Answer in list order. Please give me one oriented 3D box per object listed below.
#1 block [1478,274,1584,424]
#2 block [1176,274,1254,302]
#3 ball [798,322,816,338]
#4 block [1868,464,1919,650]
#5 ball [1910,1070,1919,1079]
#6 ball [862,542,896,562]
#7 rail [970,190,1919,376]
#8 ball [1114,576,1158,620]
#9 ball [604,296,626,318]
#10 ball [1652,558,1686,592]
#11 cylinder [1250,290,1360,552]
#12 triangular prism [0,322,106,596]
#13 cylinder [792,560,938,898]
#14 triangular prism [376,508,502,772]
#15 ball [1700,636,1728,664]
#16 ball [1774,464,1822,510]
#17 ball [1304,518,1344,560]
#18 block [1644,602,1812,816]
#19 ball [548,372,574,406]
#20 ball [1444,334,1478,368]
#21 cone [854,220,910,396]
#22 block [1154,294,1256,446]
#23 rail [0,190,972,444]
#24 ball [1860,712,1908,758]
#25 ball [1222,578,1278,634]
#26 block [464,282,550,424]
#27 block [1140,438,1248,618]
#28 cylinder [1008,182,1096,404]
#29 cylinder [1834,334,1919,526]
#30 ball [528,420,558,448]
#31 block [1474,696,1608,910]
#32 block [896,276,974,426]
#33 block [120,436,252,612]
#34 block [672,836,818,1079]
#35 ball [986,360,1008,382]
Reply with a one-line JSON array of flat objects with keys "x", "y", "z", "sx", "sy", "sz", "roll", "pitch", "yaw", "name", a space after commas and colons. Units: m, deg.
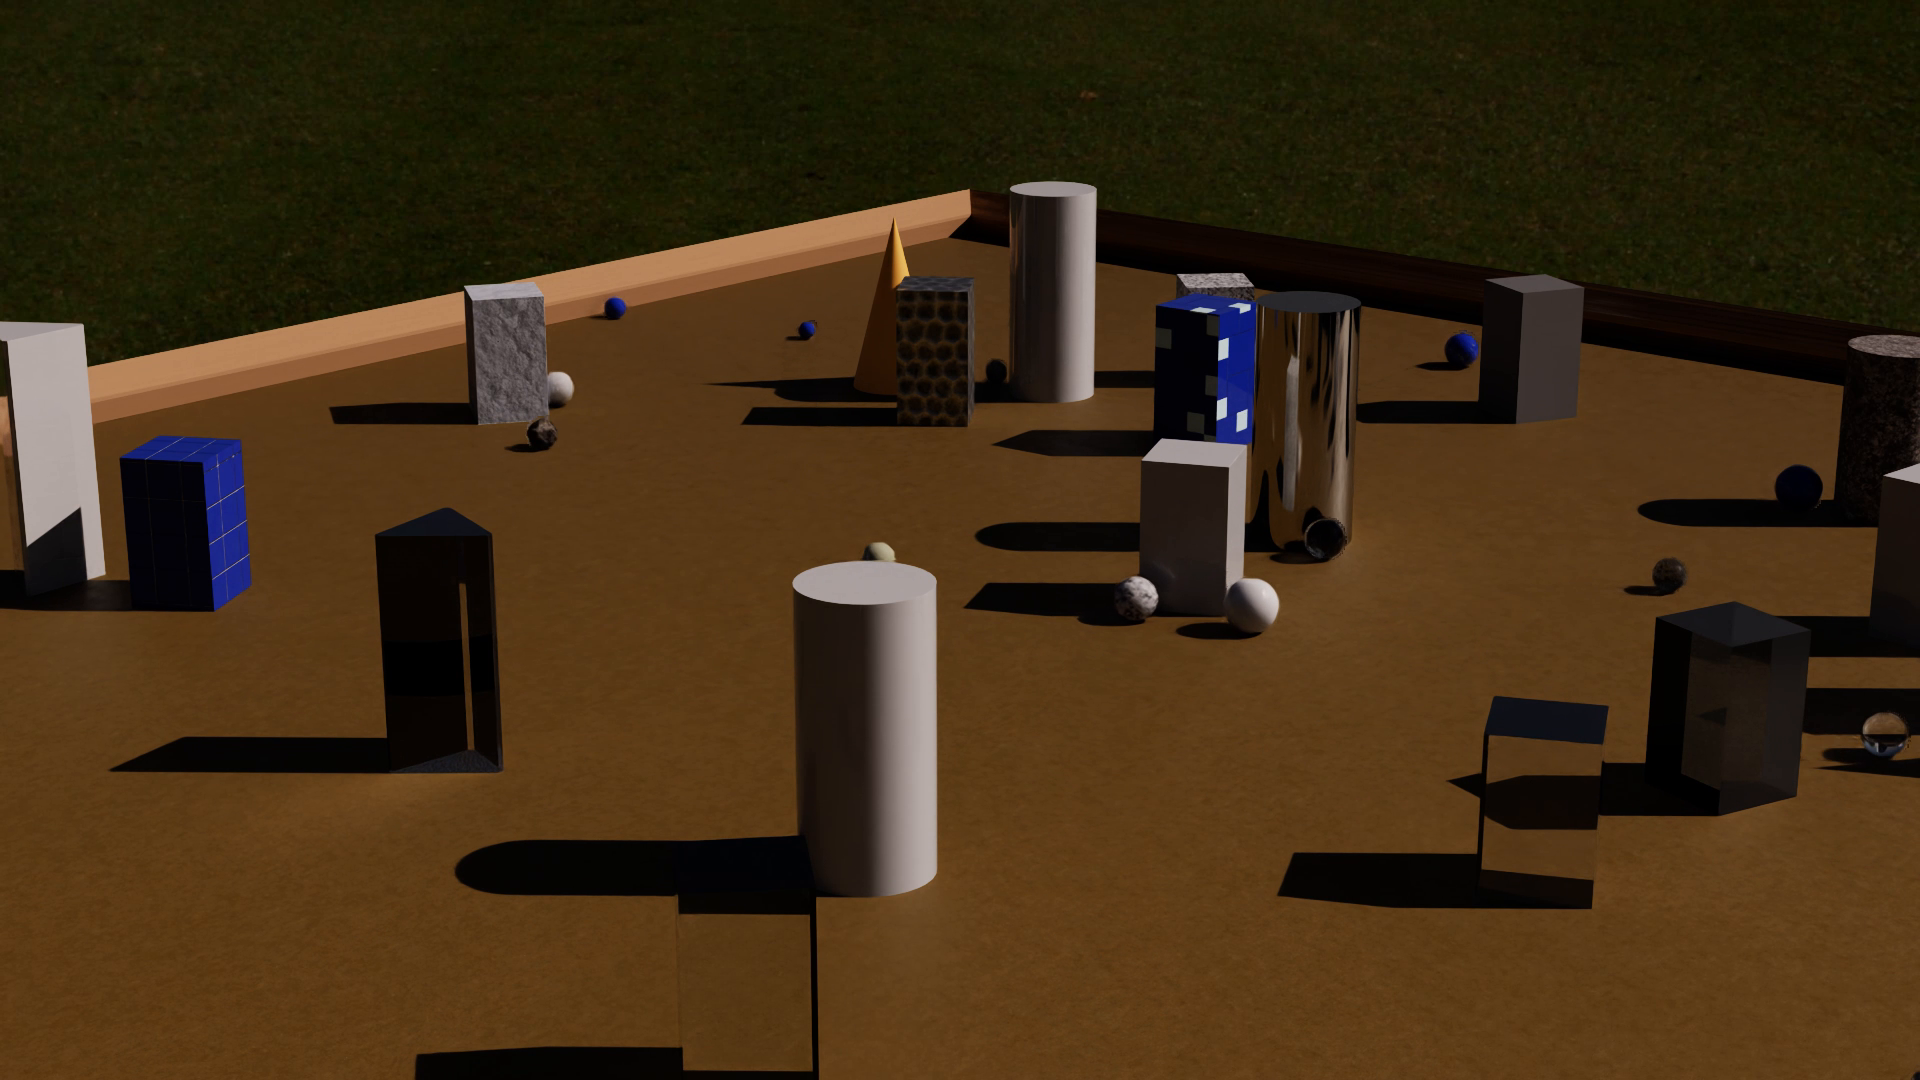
[{"x": 1.228, "y": -0.412, "z": 6.312, "sx": 0.152, "sy": 0.285, "sz": 0.152, "roll": -7, "pitch": 18, "yaw": -21, "name": "block"}, {"x": 0.573, "y": -0.473, "z": 6.609, "sx": 0.152, "sy": 0.229, "sz": 0.152, "roll": -1, "pitch": 17, "yaw": -4, "name": "block"}, {"x": -0.368, "y": -0.504, "z": 7.037, "sx": 0.041, "sy": 0.041, "sz": 0.041, "roll": 0, "pitch": 17, "yaw": 0, "name": "ball"}, {"x": 1.627, "y": 0.029, "z": 4.863, "sx": 0.152, "sy": 0.278, "sz": 0.152, "roll": -14, "pitch": 22, "yaw": -40, "name": "block"}, {"x": 1.091, "y": 0.620, "z": 3.271, "sx": 0.067, "sy": 0.067, "sz": 0.067, "roll": 0, "pitch": 17, "yaw": 0, "name": "ball"}, {"x": -0.145, "y": 0.034, "z": 5.221, "sx": 0.061, "sy": 0.061, "sz": 0.061, "roll": 0, "pitch": 17, "yaw": 0, "name": "ball"}, {"x": 1.646, "y": -0.518, "z": 6.936, "sx": 4.331, "sy": 0.123, "sz": 0.045, "roll": 14, "pitch": 22, "yaw": 39, "name": "rail"}, {"x": 0.299, "y": 0.100, "z": 4.979, "sx": 0.076, "sy": 0.076, "sz": 0.076, "roll": 0, "pitch": 17, "yaw": 0, "name": "ball"}, {"x": -0.852, "y": -0.574, "z": 7.244, "sx": 0.054, "sy": 0.054, "sz": 0.054, "roll": 0, "pitch": 17, "yaw": 0, "name": "ball"}, {"x": 1.243, "y": 0.061, "z": 5.135, "sx": 0.059, "sy": 0.059, "sz": 0.059, "roll": 0, "pitch": 17, "yaw": 0, "name": "ball"}, {"x": 0.633, "y": -0.218, "z": 5.389, "sx": 0.190, "sy": 0.447, "sz": 0.190, "roll": 0, "pitch": 17, "yaw": 0, "name": "cylinder"}, {"x": -1.633, "y": -0.151, "z": 5.151, "sx": 0.142, "sy": 0.456, "sz": 0.164, "roll": 12, "pitch": 21, "yaw": 35, "name": "triangular prism"}, {"x": -0.125, "y": 0.250, "z": 3.907, "sx": 0.190, "sy": 0.407, "sz": 0.190, "roll": 0, "pitch": 17, "yaw": 0, "name": "cylinder"}, {"x": -0.757, "y": 0.147, "z": 4.325, "sx": 0.164, "sy": 0.364, "sz": 0.142, "roll": 0, "pitch": 17, "yaw": -1, "name": "triangular prism"}, {"x": 1.227, "y": 0.179, "z": 4.770, "sx": 0.044, "sy": 0.044, "sz": 0.044, "roll": 0, "pitch": 17, "yaw": 0, "name": "ball"}, {"x": 1.607, "y": -0.100, "z": 5.618, "sx": 0.089, "sy": 0.089, "sz": 0.089, "roll": 0, "pitch": 17, "yaw": 0, "name": "ball"}, {"x": 0.660, "y": -0.002, "z": 5.318, "sx": 0.074, "sy": 0.074, "sz": 0.074, "roll": 0, "pitch": 17, "yaw": 0, "name": "ball"}, {"x": 1.100, "y": 0.240, "z": 4.208, "sx": 0.152, "sy": 0.253, "sz": 0.152, "roll": -9, "pitch": 19, "yaw": -28, "name": "block"}, {"x": -0.880, "y": -0.331, "z": 6.407, "sx": 0.074, "sy": 0.074, "sz": 0.074, "roll": 0, "pitch": 17, "yaw": 0, "name": "ball"}, {"x": 1.155, "y": -0.437, "z": 6.751, "sx": 0.078, "sy": 0.078, "sz": 0.078, "roll": 0, "pitch": 17, "yaw": 0, "name": "ball"}, {"x": -0.146, "y": -0.533, "z": 6.538, "sx": 0.190, "sy": 0.384, "sz": 0.190, "roll": 0, "pitch": 17, "yaw": 0, "name": "cone"}, {"x": 0.507, "y": -0.343, "z": 6.061, "sx": 0.152, "sy": 0.297, "sz": 0.152, "roll": 12, "pitch": 21, "yaw": 34, "name": "block"}, {"x": -1.617, "y": -0.375, "z": 6.465, "sx": 0.045, "sy": 0.123, "sz": 5.069, "roll": 14, "pitch": 22, "yaw": 39, "name": "rail"}, {"x": 1.376, "y": 0.290, "z": 4.362, "sx": 0.068, "sy": 0.068, "sz": 0.068, "roll": 0, "pitch": 17, "yaw": 0, "name": "ball"}, {"x": 0.488, "y": 0.109, "z": 4.915, "sx": 0.093, "sy": 0.093, "sz": 0.093, "roll": 0, "pitch": 17, "yaw": 0, "name": "ball"}, {"x": -0.975, "y": -0.403, "z": 6.304, "sx": 0.152, "sy": 0.271, "sz": 0.152, "roll": -5, "pitch": 17, "yaw": -15, "name": "block"}, {"x": 0.402, "y": -0.023, "z": 5.055, "sx": 0.152, "sy": 0.265, "sz": 0.152, "roll": 5, "pitch": 18, "yaw": 16, "name": "block"}, {"x": 0.203, "y": -0.547, "z": 6.458, "sx": 0.190, "sy": 0.457, "sz": 0.190, "roll": 0, "pitch": 17, "yaw": 0, "name": "cylinder"}, {"x": 1.768, "y": -0.208, "z": 5.559, "sx": 0.190, "sy": 0.328, "sz": 0.190, "roll": 0, "pitch": 17, "yaw": 0, "name": "cylinder"}, {"x": -0.863, "y": -0.219, "z": 6.057, "sx": 0.061, "sy": 0.061, "sz": 0.061, "roll": 0, "pitch": 17, "yaw": 0, "name": "ball"}, {"x": 0.773, "y": 0.347, "z": 3.895, "sx": 0.152, "sy": 0.230, "sz": 0.152, "roll": 4, "pitch": 17, "yaw": 14, "name": "block"}, {"x": -0.051, "y": -0.404, "z": 6.272, "sx": 0.152, "sy": 0.292, "sz": 0.152, "roll": 2, "pitch": 17, "yaw": 5, "name": "block"}, {"x": -1.339, "y": -0.030, "z": 5.079, "sx": 0.152, "sy": 0.266, "sz": 0.152, "roll": 3, "pitch": 17, "yaw": 11, "name": "block"}, {"x": -0.244, "y": 0.494, "z": 3.335, "sx": 0.152, "sy": 0.271, "sz": 0.152, "roll": -2, "pitch": 17, "yaw": -7, "name": "block"}, {"x": 0.082, "y": -0.379, "z": 6.607, "sx": 0.050, "sy": 0.050, "sz": 0.050, "roll": 0, "pitch": 17, "yaw": 0, "name": "ball"}]
